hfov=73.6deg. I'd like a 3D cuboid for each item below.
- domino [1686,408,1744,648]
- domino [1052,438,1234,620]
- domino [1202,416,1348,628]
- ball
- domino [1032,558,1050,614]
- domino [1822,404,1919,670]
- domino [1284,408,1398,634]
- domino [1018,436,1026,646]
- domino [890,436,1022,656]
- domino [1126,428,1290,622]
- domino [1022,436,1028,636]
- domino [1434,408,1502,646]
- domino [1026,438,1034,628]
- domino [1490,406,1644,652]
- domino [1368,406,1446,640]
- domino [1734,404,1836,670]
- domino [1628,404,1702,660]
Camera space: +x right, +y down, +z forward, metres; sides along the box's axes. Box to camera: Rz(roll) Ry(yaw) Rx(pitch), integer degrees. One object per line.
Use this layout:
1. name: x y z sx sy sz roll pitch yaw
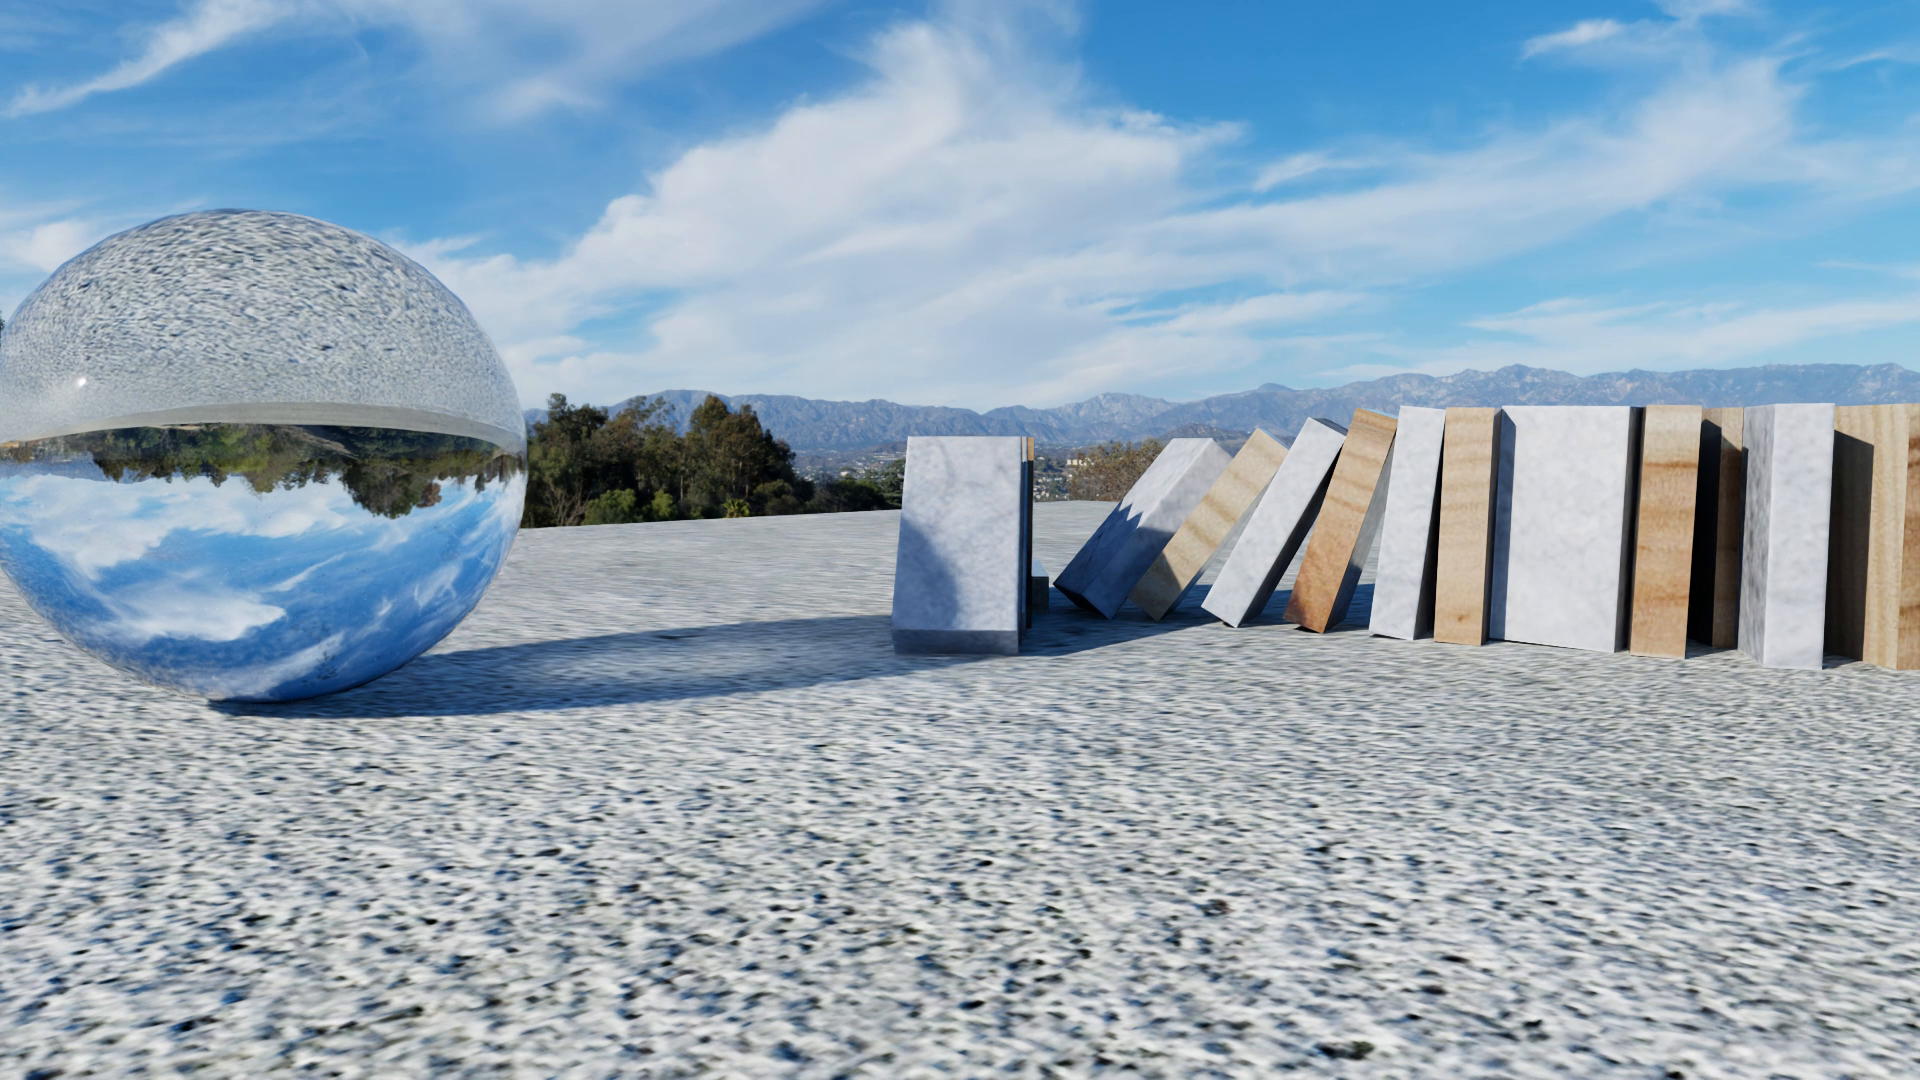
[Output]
1. domino: 0.165 -0.003 0.278 0.010 0.050 0.025 1 4 11
2. domino: 0.046 -0.004 0.324 0.010 0.050 0.025 41 -5 -12
3. domino: 0.076 -0.004 0.303 0.010 0.050 0.025 32 17 20
4. ball: -0.113 -0.013 0.211 0.080 0.080 0.080 0 4 0
5. domino: 0.010 0.012 0.346 0.025 0.010 0.050 0 4 0
6. domino: 0.182 -0.001 0.252 0.010 0.050 0.025 0 4 1
7. domino: 0.090 -0.005 0.296 0.010 0.050 0.025 22 13 25
8. domino: 0.001 -0.001 0.283 0.025 0.050 0.009 0 -36 4
9. domino: 0.000 0.000 0.270 0.025 0.050 0.010 0 -36 4
10. domino: 0.061 -0.004 0.311 0.009 0.050 0.025 39 14 12
11. domino: 0.003 -0.002 0.295 0.025 0.050 0.010 0 -36 4
12. domino: 0.113 -0.004 0.281 0.010 0.050 0.025 4 6 33
13. domino: 0.005 -0.003 0.308 0.025 0.050 0.009 0 -36 4
14. domino: 0.128 -0.003 0.271 0.025 0.050 0.009 6 7 42
15. domino: 0.103 -0.004 0.288 0.010 0.050 0.025 10 9 31
16. domino: 0.162 -0.001 0.253 0.009 0.050 0.025 2 5 20
17. domino: 0.145 -0.002 0.265 0.010 0.050 0.025 3 5 25
